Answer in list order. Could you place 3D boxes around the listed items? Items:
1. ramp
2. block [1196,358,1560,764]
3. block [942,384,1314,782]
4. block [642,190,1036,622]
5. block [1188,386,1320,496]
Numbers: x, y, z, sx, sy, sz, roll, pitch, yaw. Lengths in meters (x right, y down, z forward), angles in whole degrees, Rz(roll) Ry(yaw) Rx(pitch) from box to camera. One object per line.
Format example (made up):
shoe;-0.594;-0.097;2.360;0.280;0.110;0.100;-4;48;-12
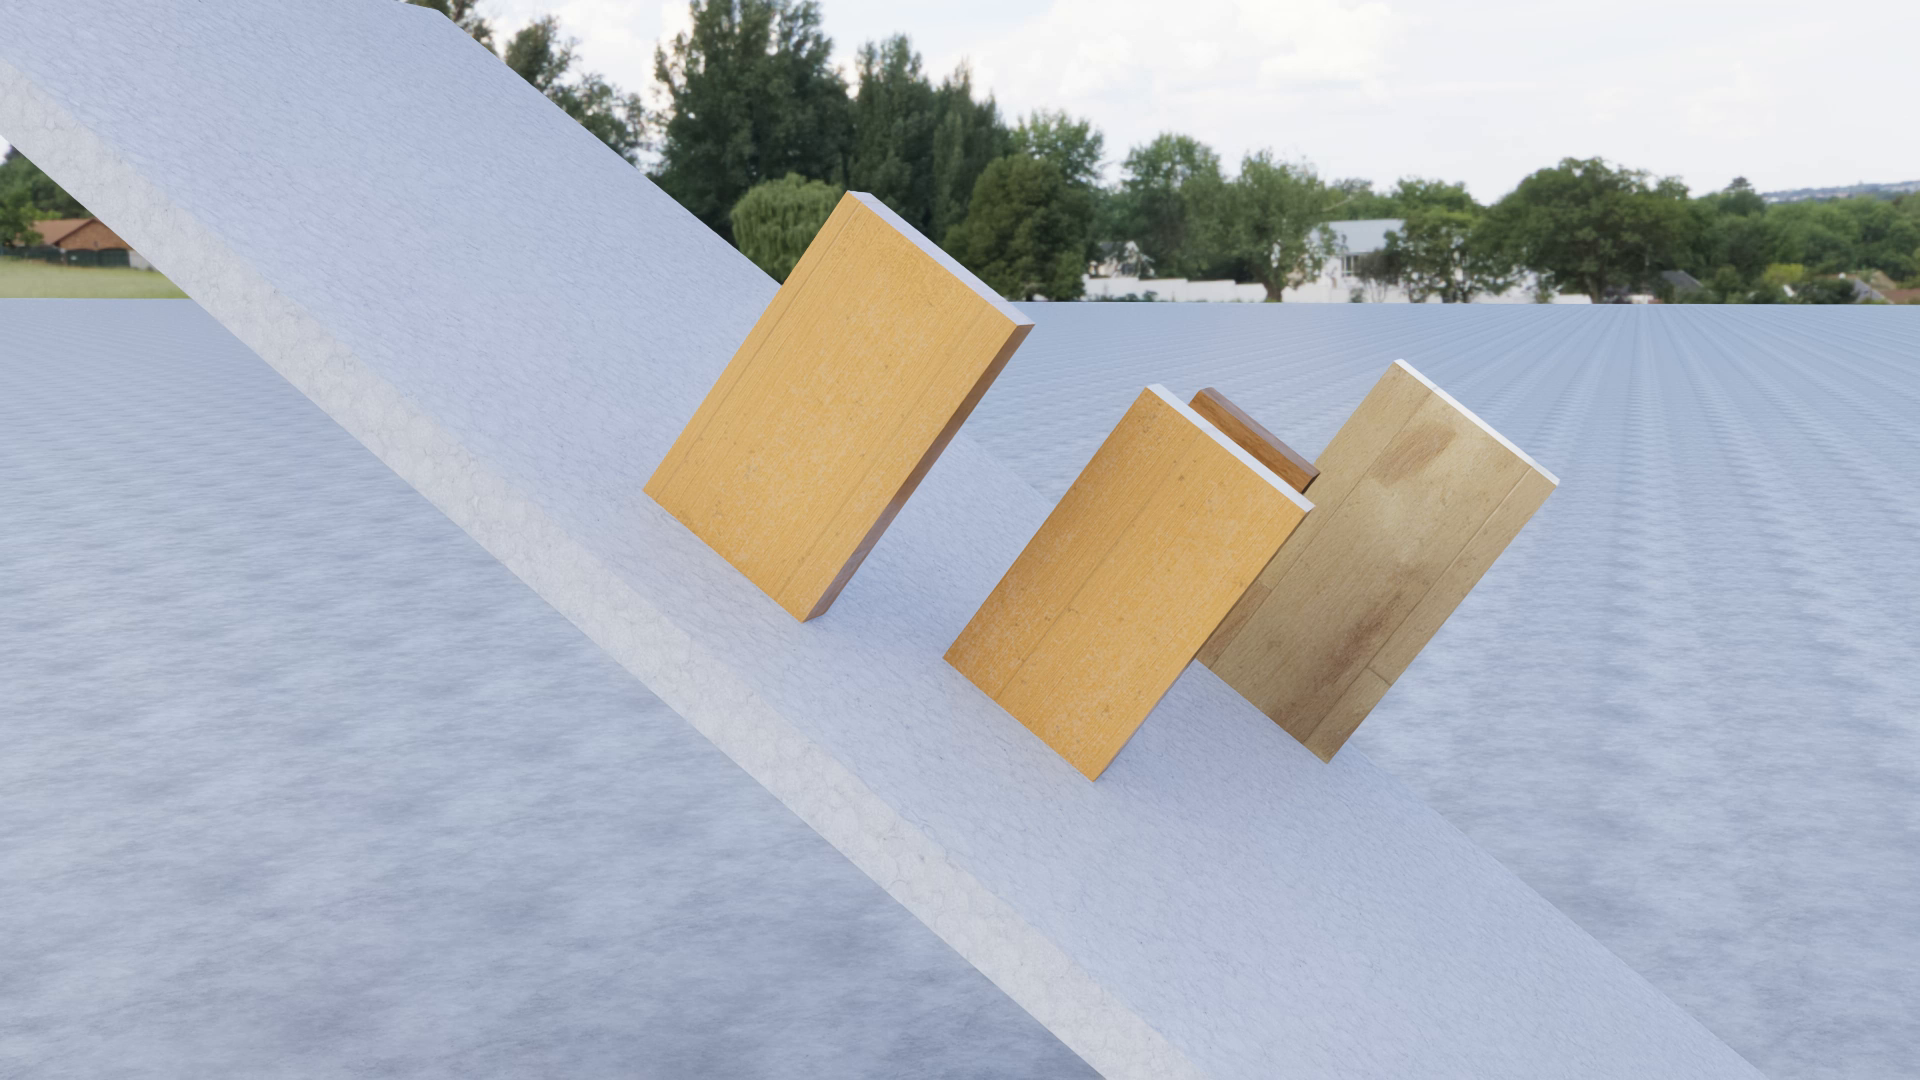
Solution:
ramp;-0.055;0.115;4.065;4.000;0.100;2.000;39;16;9
block;0.848;0.045;4.610;0.410;0.747;0.147;39;16;9
block;0.275;0.071;3.639;0.327;0.575;0.103;39;16;9
block;-0.194;-0.205;3.428;0.335;0.581;0.105;39;16;9
block;0.401;0.010;4.138;0.261;0.545;0.118;39;16;9
